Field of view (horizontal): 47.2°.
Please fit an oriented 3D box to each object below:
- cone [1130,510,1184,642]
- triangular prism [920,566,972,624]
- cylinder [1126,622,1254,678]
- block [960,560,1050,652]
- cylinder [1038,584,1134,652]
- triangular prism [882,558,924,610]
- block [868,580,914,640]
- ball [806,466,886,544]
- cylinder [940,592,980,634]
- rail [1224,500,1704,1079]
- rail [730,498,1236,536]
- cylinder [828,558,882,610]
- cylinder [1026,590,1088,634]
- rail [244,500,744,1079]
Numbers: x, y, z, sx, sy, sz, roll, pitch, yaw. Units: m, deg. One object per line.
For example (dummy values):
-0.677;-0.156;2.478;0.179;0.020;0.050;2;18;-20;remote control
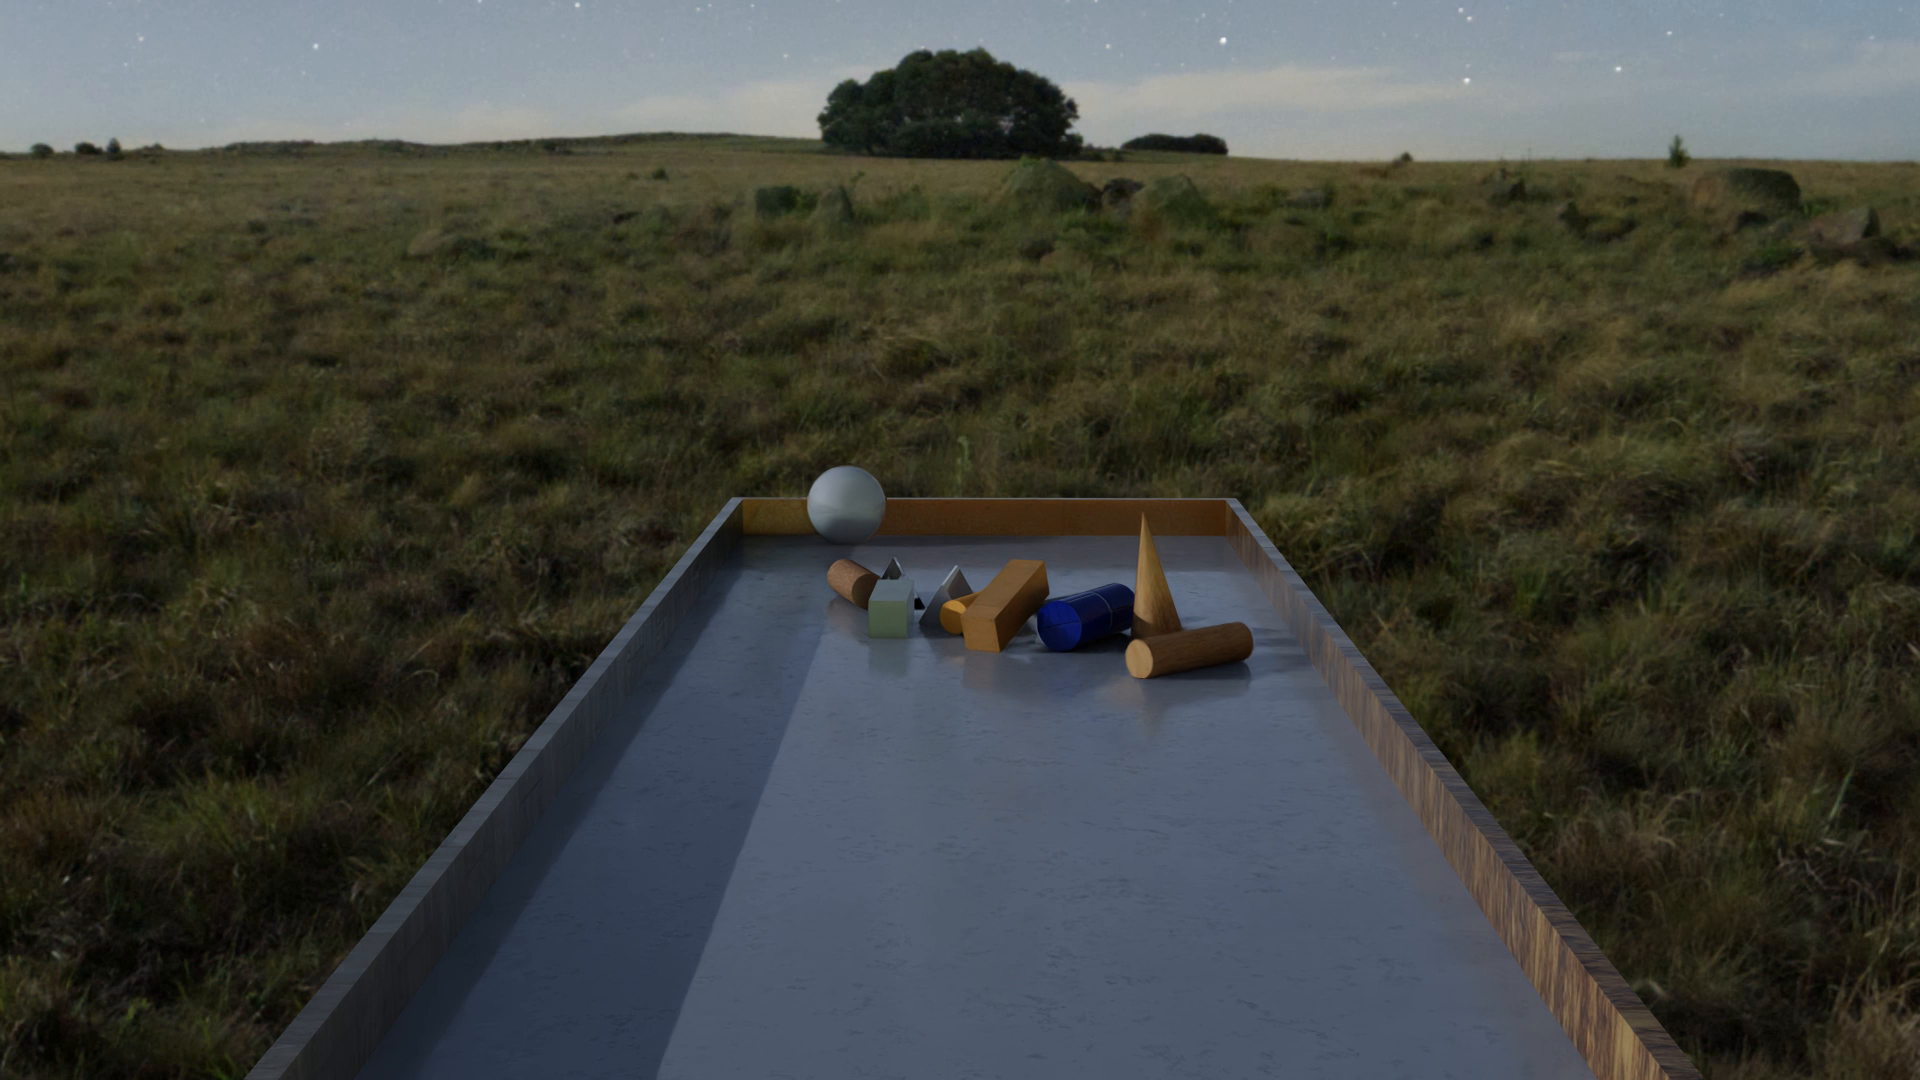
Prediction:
0.595;0.110;6.879;0.173;0.424;0.173;-7;17;2;cone
-0.035;0.182;7.415;0.152;0.131;0.383;1;9;7;triangular prism
0.687;0.328;6.569;0.421;0.117;0.117;-7;12;-38;cylinder
0.145;0.204;6.956;0.118;0.118;0.389;3;28;27;block
0.408;0.243;6.969;0.159;0.159;0.376;6;11;32;cylinder
-0.213;0.148;7.648;0.145;0.126;0.332;-1;9;-7;triangular prism
-0.223;0.225;7.202;0.122;0.122;0.392;0;9;2;block
-0.459;-0.142;8.885;0.319;0.319;0.319;0;9;0;ball
0.092;0.220;7.270;0.111;0.111;0.436;5;10;30;cylinder
1.046;0.843;3.208;0.050;0.150;12.000;0;9;1;rail
0.099;-0.098;9.147;2.100;0.150;0.050;0;9;1;rail
-0.359;0.152;7.647;0.126;0.126;0.318;-3;9;-18;cylinder
0.367;0.232;7.205;0.107;0.107;0.352;8;12;41;cylinder
-1.004;0.839;3.234;0.050;0.150;12.000;0;9;1;rail
